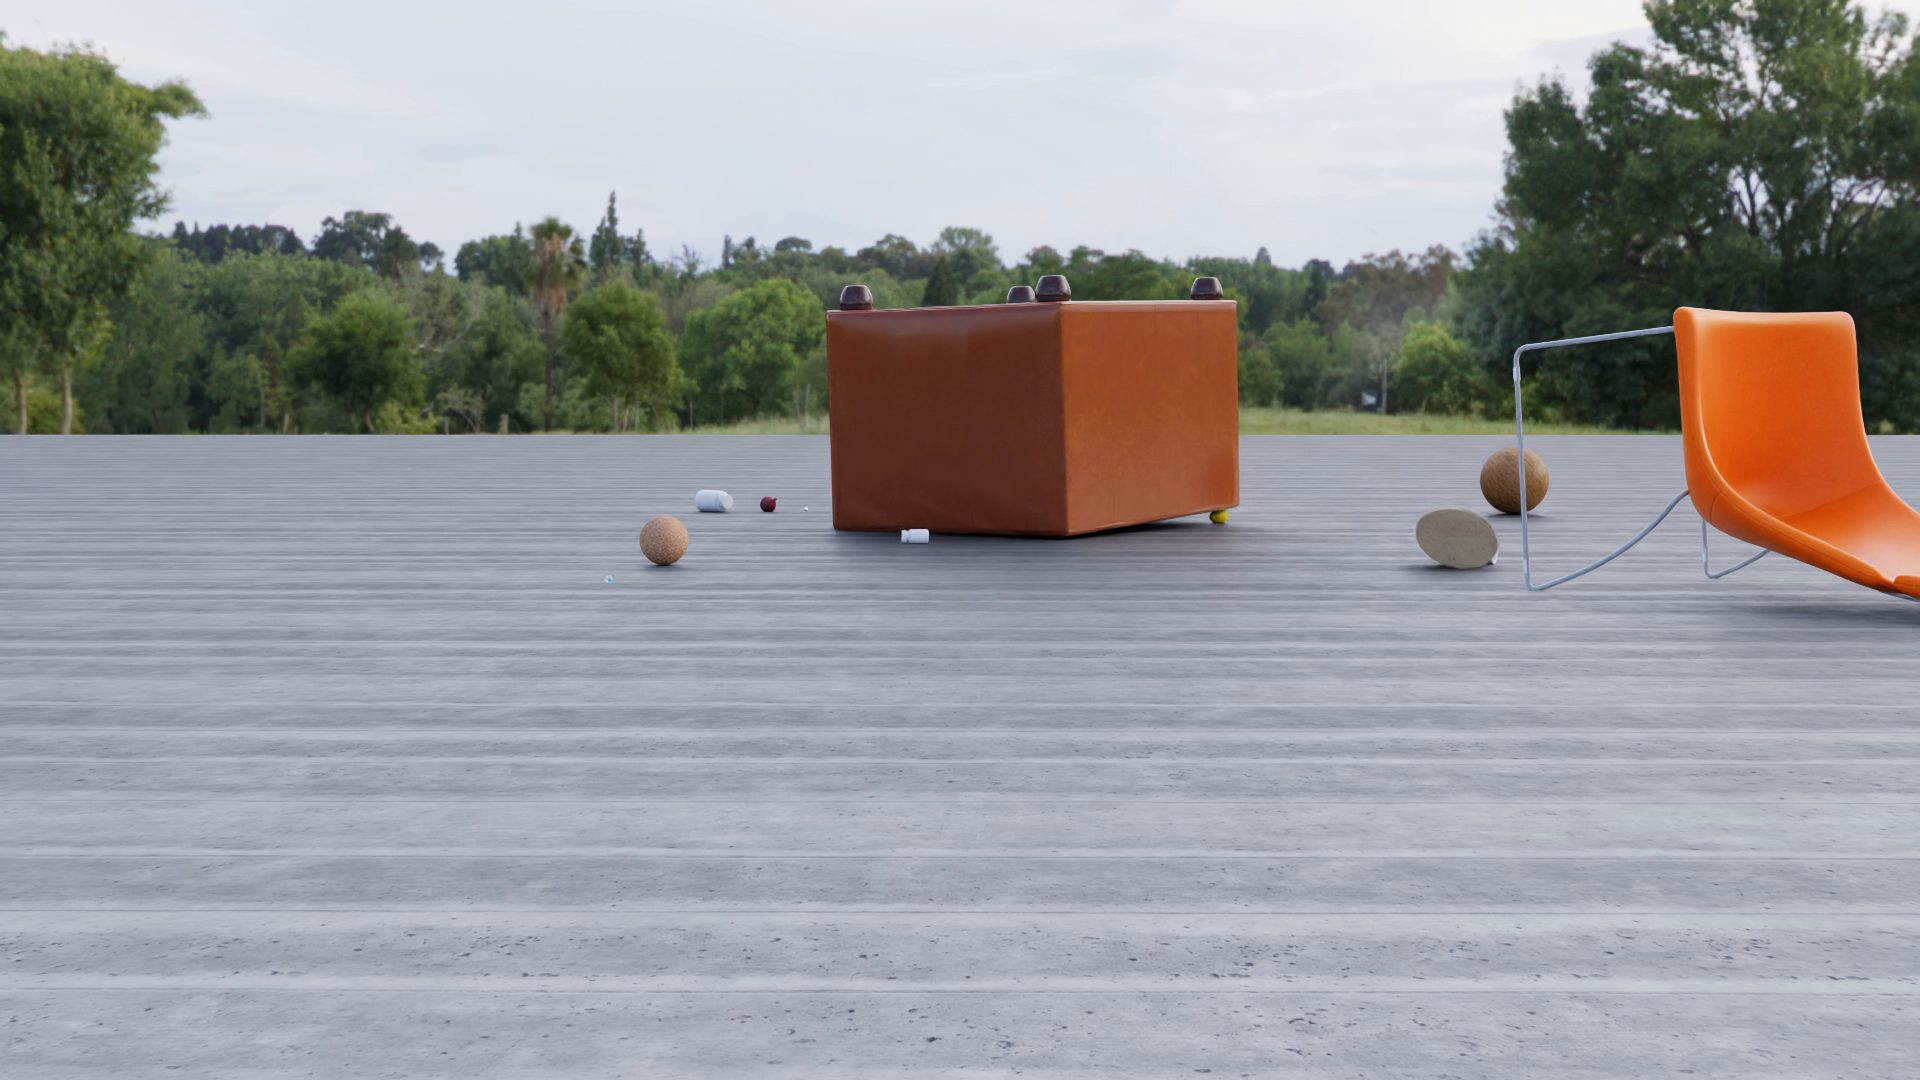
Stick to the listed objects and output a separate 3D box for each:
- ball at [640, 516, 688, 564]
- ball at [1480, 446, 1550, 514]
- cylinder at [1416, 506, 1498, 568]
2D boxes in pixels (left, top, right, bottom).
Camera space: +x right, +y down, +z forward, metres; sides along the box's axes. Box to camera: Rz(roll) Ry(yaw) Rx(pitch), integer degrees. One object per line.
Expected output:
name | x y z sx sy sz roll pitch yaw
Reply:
ball | -0.756 0.001 5.617 0.126 0.126 0.126 0 4 0
ball | 1.992 -0.215 7.903 0.242 0.242 0.242 0 4 0
cylinder | 1.255 -0.007 5.563 0.205 0.143 0.144 17 7 10
